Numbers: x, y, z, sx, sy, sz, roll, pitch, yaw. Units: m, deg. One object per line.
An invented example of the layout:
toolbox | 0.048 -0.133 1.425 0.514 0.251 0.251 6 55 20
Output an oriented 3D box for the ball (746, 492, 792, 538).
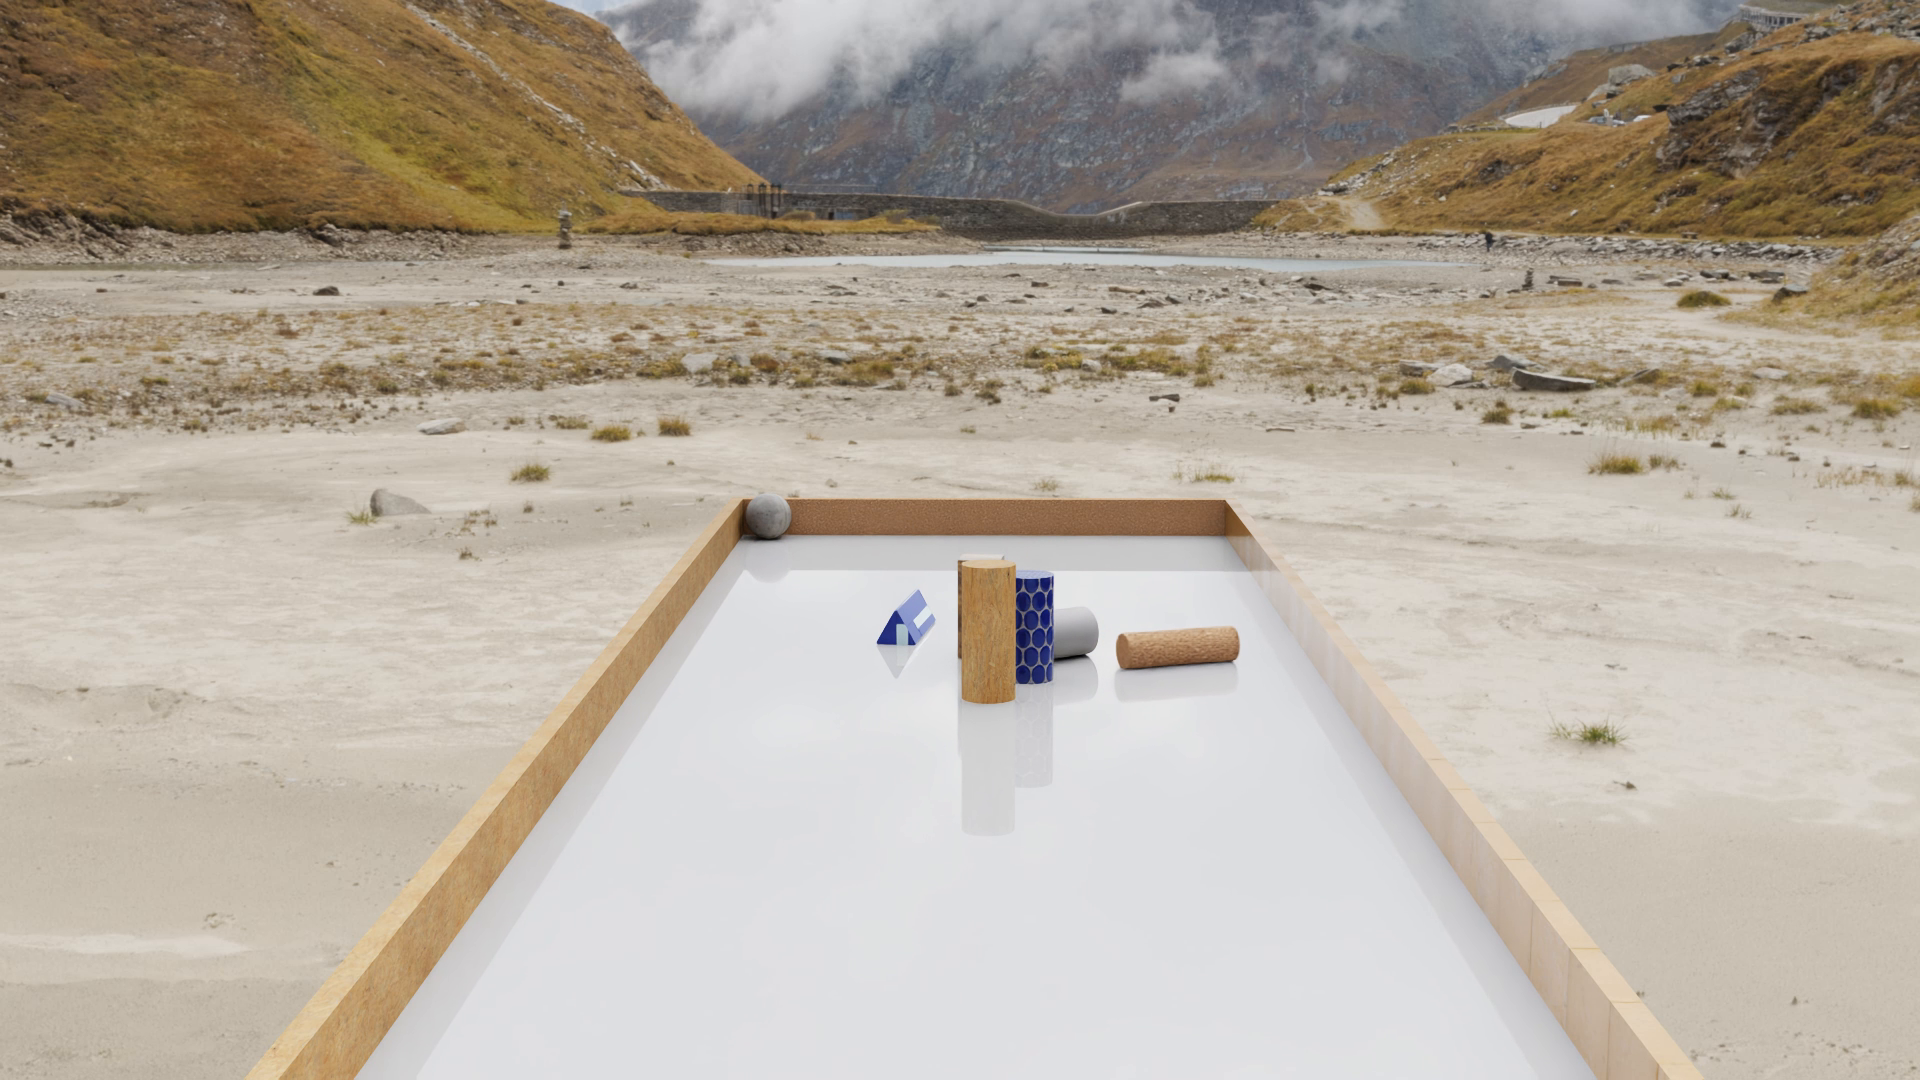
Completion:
ball | -0.787 -0.099 9.036 0.188 0.188 0.188 0 9 0

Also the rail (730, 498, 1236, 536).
rail | 0.099 -0.098 9.147 2.100 0.150 0.050 0 9 1

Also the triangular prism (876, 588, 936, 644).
triangular prism | -0.172 0.244 7.107 0.124 0.107 0.388 1 9 9

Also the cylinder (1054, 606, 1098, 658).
cylinder | 0.217 0.296 6.668 0.403 0.149 0.149 -6 11 -35

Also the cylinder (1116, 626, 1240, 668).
cylinder | 0.657 0.322 6.636 0.364 0.107 0.107 -3 10 -20

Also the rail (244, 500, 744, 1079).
rail | -1.004 0.839 3.234 0.050 0.150 12.000 0 9 1

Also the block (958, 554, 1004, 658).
block | 0.065 0.203 6.751 0.127 0.304 0.127 1 9 8

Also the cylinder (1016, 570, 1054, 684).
cylinder | 0.199 0.253 6.422 0.151 0.310 0.151 0 9 0

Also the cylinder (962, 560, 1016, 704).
cylinder | 0.080 0.256 6.175 0.152 0.383 0.152 0 9 0

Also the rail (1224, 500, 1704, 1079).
rail | 1.046 0.843 3.208 0.050 0.150 12.000 0 9 1
